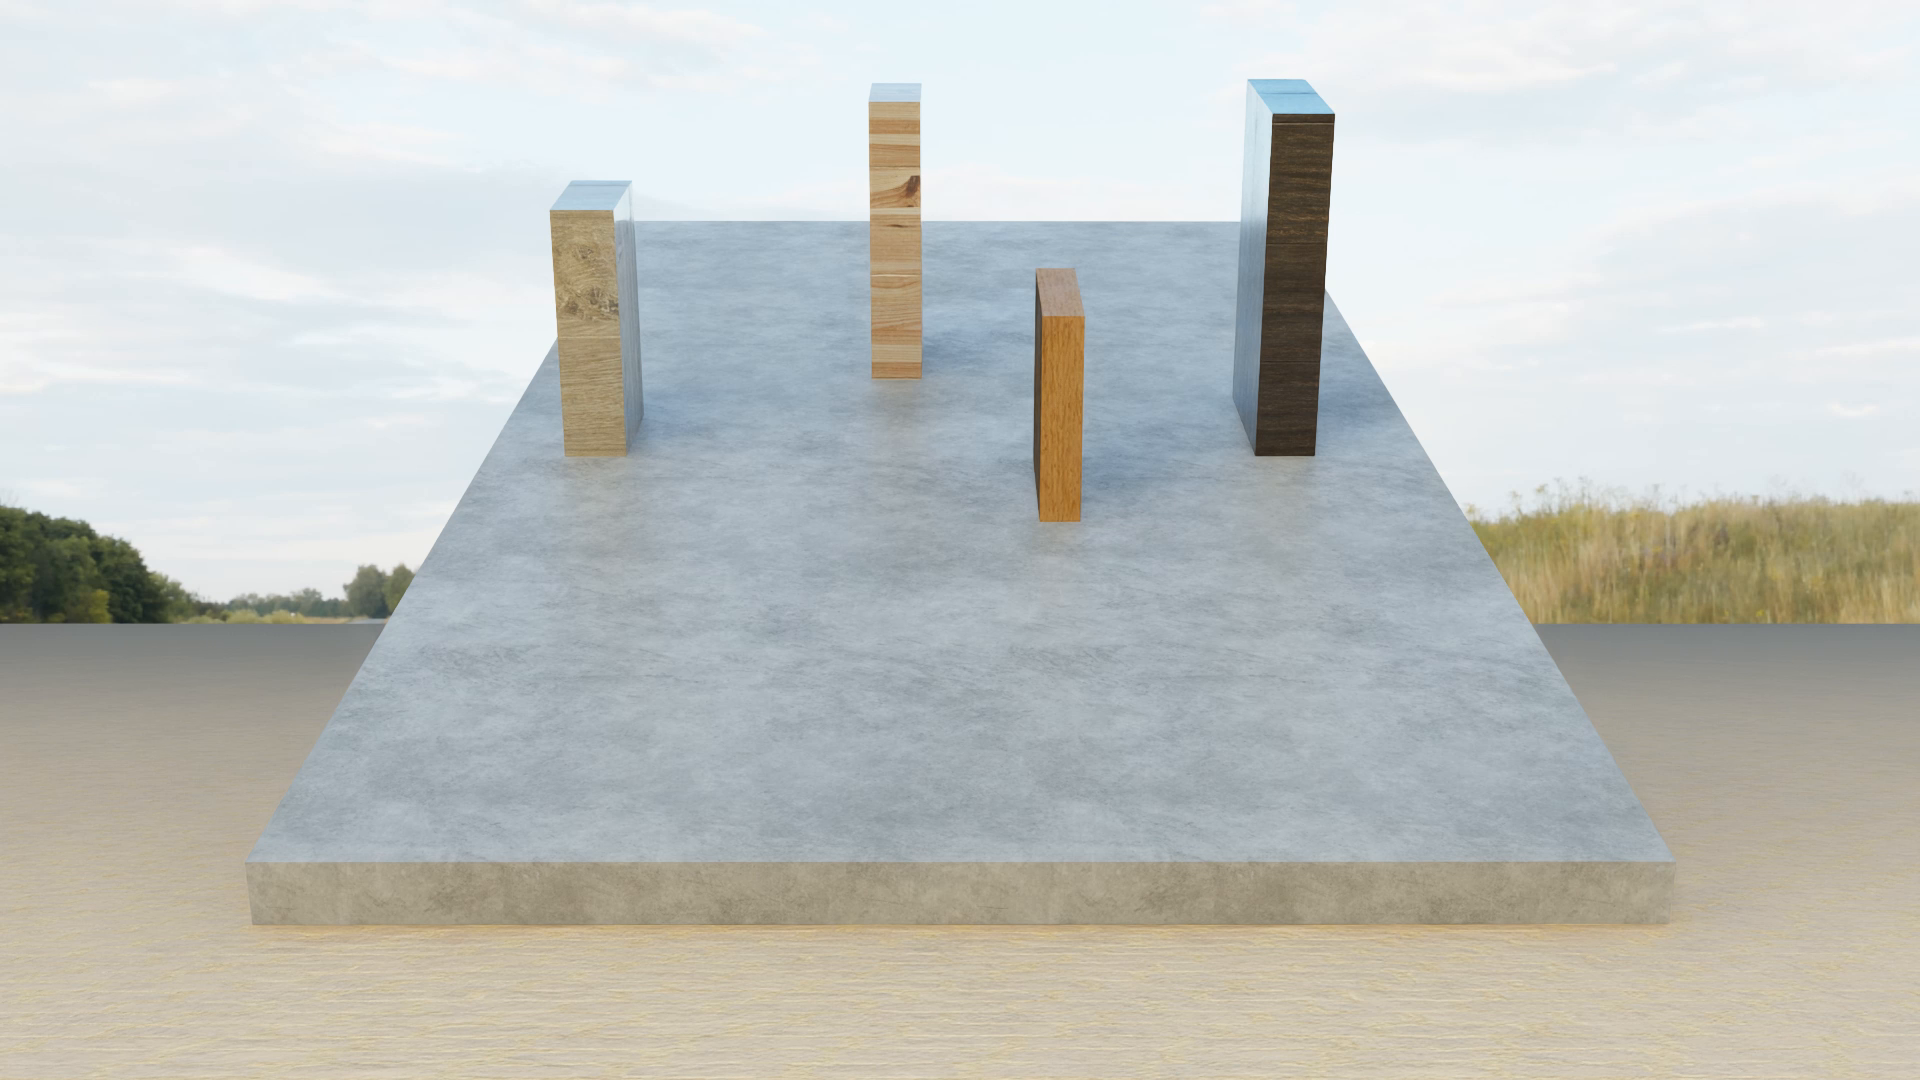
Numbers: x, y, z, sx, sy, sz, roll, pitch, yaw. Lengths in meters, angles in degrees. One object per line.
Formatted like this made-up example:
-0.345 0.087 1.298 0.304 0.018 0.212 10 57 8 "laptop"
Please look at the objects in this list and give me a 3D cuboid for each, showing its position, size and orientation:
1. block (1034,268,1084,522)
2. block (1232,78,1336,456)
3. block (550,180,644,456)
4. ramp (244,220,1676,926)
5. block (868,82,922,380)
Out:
0.196 -0.296 4.564 0.080 0.415 0.375 0 21 0 "block"
0.690 -0.592 4.906 0.127 0.727 0.420 0 21 0 "block"
-0.772 -0.476 4.871 0.130 0.530 0.293 0 21 0 "block"
-0.006 -0.213 5.069 2.000 0.100 4.000 0 21 0 "ramp"
-0.149 -0.727 5.365 0.118 0.652 0.249 0 21 0 "block"
